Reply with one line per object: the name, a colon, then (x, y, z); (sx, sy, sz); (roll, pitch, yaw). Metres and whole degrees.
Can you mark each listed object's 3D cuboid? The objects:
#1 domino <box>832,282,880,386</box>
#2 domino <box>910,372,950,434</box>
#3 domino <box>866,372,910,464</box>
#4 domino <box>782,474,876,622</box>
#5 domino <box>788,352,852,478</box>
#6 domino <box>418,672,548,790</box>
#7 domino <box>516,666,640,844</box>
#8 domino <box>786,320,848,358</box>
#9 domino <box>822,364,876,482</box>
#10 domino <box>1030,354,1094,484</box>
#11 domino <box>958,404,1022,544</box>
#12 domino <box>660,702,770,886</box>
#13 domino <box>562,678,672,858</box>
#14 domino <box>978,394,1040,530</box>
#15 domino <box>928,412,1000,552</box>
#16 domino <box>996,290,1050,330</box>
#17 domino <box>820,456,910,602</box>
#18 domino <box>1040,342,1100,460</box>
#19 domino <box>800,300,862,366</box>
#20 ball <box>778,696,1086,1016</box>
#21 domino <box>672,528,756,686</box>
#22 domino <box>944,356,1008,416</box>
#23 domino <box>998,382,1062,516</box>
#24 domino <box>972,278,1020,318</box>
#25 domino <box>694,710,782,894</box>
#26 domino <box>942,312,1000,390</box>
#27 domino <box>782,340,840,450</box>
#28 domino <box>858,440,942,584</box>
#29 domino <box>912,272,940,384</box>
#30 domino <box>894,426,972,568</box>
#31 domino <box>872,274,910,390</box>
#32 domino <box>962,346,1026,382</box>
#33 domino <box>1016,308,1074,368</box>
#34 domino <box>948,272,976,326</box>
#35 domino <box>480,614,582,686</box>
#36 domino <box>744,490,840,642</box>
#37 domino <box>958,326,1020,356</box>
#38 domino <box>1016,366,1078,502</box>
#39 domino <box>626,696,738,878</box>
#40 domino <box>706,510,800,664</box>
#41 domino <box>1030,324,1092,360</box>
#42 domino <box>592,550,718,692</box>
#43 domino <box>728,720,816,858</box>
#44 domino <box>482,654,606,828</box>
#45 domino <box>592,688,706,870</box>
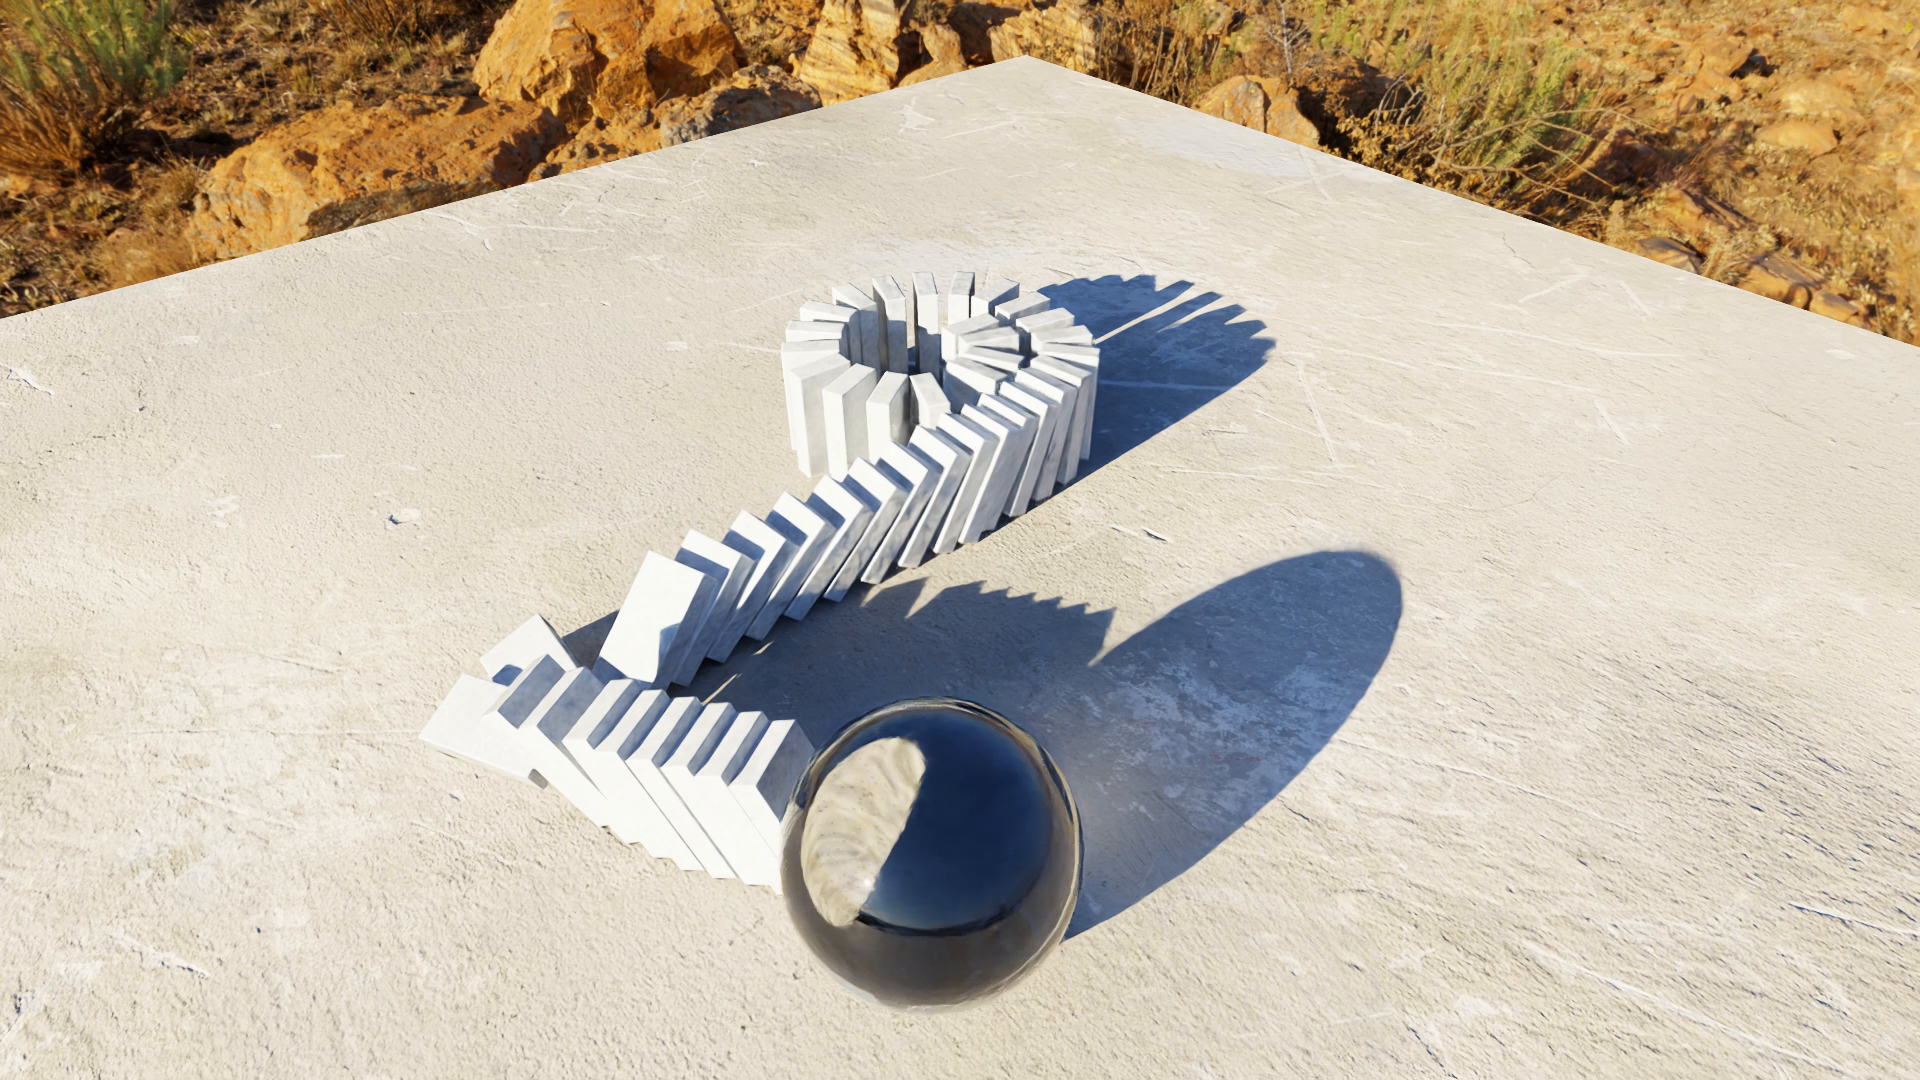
domino: (-0.049, -0.095, 0.527); (0.010, 0.050, 0.025); (-24, 45, -26)
domino: (-0.012, -0.042, 0.463); (0.010, 0.050, 0.025); (-12, 41, -14)
domino: (-0.029, -0.043, 0.463); (0.010, 0.050, 0.025); (10, 40, 12)
domino: (-0.055, 0.003, 0.415); (0.025, 0.010, 0.050); (39, 95, 38)
domino: (-0.059, -0.054, 0.477); (0.025, 0.050, 0.010); (-26, 46, -28)
domino: (-0.149, 0.061, 0.357); (0.050, 0.010, 0.025); (11, 58, 26)
domino: (-0.107, 0.065, 0.334); (0.010, 0.050, 0.025); (-17, 29, 34)
domino: (-0.064, -0.075, 0.503); (0.025, 0.050, 0.009); (5, 40, 6)
domino: (-0.046, -0.047, 0.469); (0.009, 0.050, 0.025); (20, 43, 23)
domino: (0.041, -0.052, 0.474); (0.025, 0.050, 0.010); (26, 38, 28)
domino: (0.004, -0.027, 0.445); (0.025, 0.050, 0.010); (35, 22, 35)
domino: (-0.065, 0.074, 0.321); (0.009, 0.050, 0.025); (-8, 33, 29)
domino: (-0.094, 0.068, 0.328); (0.009, 0.050, 0.025); (-8, 33, 29)
domino: (0.012, -0.032, 0.452); (0.025, 0.050, 0.009); (35, 22, 35)
domino: (-0.005, -0.023, 0.441); (0.009, 0.050, 0.025); (1, 28, -48)
domino: (0.029, -0.090, 0.521); (0.025, 0.050, 0.009); (-26, 46, -28)
domino: (-0.043, -0.004, 0.422); (0.025, 0.050, 0.010); (39, 8, 38)
domino: (0.047, -0.061, 0.485); (0.025, 0.050, 0.010); (8, 36, 9)
domino: (-0.060, -0.086, 0.516); (0.025, 0.050, 0.010); (15, 42, 17)
ball: (-0.007, 0.081, 0.289); (0.080, 0.080, 0.080); (0, 39, 0)
domino: (-0.096, 0.024, 0.392); (0.025, 0.010, 0.050); (24, 83, 26)
domino: (0.005, -0.051, 0.473); (0.025, 0.050, 0.009); (26, 37, 29)
domino: (0.022, -0.038, 0.458); (0.025, 0.050, 0.009); (34, 27, 34)
domino: (0.017, -0.098, 0.531); (0.010, 0.050, 0.025); (26, 46, 28)
domino: (-0.055, 0.076, 0.318); (0.009, 0.050, 0.025); (-8, 33, 29)
domino: (0.005, -0.077, 0.505); (0.025, 0.050, 0.010); (-24, 45, -26)
domino: (-0.064, -0.064, 0.490); (0.025, 0.050, 0.010); (-3, 39, -4)
domino: (-0.030, -0.011, 0.429); (0.025, 0.050, 0.010); (39, 13, 38)
domino: (-0.016, -0.102, 0.536); (0.010, 0.050, 0.025); (-5, 40, -6)
domino: (-0.017, -0.017, 0.435); (0.009, 0.050, 0.025); (9, 23, -49)
domino: (-0.033, -0.099, 0.533); (0.010, 0.050, 0.025); (-12, 41, -14)
domino: (0.014, -0.058, 0.482); (0.025, 0.050, 0.009); (14, 36, 17)
domino: (0.039, -0.081, 0.510); (0.025, 0.050, 0.009); (-19, 43, -21)
domino: (0.001, -0.102, 0.536); (0.009, 0.050, 0.025); (5, 40, 6)
domino: (-0.143, 0.049, 0.377); (0.025, 0.010, 0.050); (-41, 51, -13)
domino: (-0.069, 0.010, 0.408); (0.025, 0.010, 0.050); (36, 91, 35)
domino: (0.013, -0.069, 0.495); (0.025, 0.050, 0.009); (-13, 36, -15)
domino: (0.032, -0.045, 0.466); (0.025, 0.050, 0.009); (33, 35, 33)
domino: (-0.075, 0.073, 0.323); (0.009, 0.050, 0.025); (-8, 33, 29)
domino: (-0.082, 0.017, 0.400); (0.025, 0.009, 0.050); (32, 88, 33)
domino: (0.045, -0.071, 0.498); (0.025, 0.050, 0.009); (-10, 39, -12)
domino: (-0.107, 0.032, 0.382); (0.025, 0.010, 0.050); (20, 81, 24)
domino: (-0.045, 0.078, 0.316); (0.010, 0.050, 0.025); (-8, 33, 29)
domino: (-0.119, 0.062, 0.340); (0.009, 0.050, 0.025); (-24, 25, 36)
domino: (-0.085, 0.071, 0.325); (0.010, 0.050, 0.025); (-8, 34, 29)
